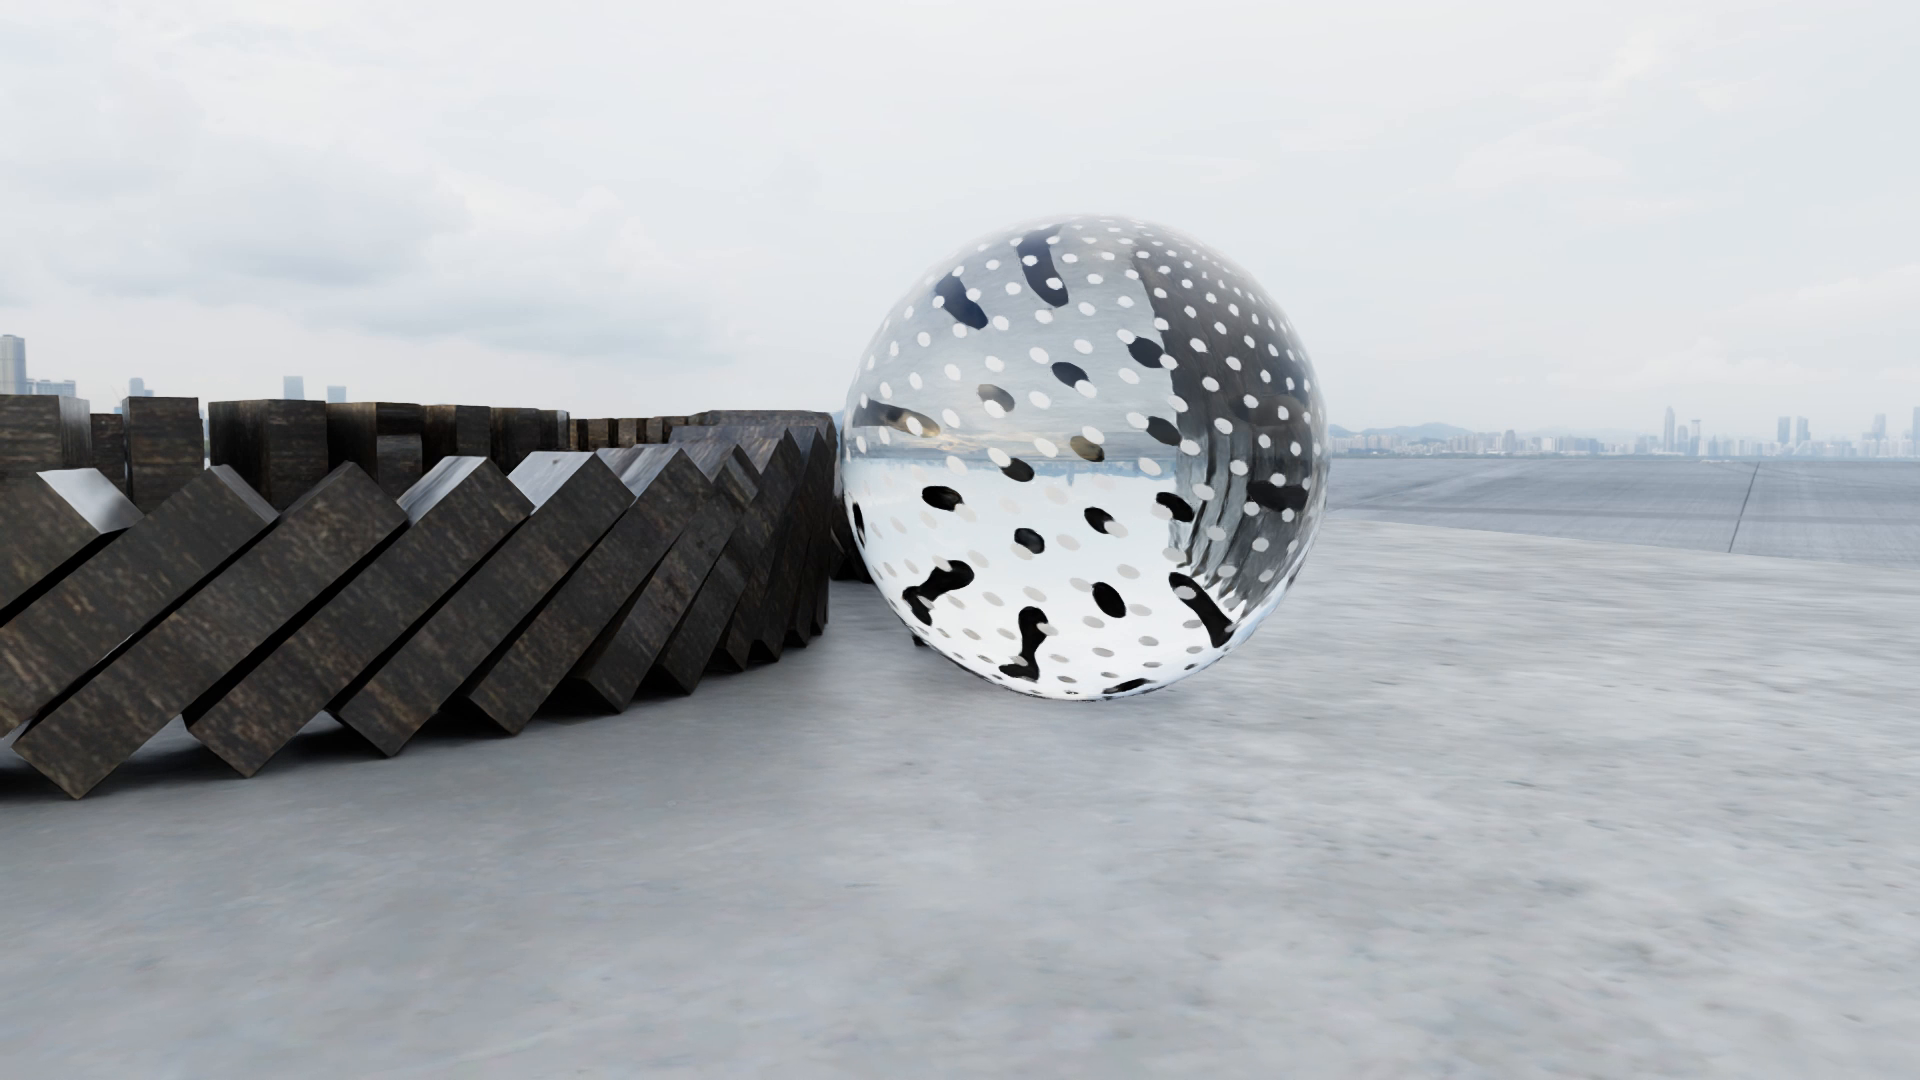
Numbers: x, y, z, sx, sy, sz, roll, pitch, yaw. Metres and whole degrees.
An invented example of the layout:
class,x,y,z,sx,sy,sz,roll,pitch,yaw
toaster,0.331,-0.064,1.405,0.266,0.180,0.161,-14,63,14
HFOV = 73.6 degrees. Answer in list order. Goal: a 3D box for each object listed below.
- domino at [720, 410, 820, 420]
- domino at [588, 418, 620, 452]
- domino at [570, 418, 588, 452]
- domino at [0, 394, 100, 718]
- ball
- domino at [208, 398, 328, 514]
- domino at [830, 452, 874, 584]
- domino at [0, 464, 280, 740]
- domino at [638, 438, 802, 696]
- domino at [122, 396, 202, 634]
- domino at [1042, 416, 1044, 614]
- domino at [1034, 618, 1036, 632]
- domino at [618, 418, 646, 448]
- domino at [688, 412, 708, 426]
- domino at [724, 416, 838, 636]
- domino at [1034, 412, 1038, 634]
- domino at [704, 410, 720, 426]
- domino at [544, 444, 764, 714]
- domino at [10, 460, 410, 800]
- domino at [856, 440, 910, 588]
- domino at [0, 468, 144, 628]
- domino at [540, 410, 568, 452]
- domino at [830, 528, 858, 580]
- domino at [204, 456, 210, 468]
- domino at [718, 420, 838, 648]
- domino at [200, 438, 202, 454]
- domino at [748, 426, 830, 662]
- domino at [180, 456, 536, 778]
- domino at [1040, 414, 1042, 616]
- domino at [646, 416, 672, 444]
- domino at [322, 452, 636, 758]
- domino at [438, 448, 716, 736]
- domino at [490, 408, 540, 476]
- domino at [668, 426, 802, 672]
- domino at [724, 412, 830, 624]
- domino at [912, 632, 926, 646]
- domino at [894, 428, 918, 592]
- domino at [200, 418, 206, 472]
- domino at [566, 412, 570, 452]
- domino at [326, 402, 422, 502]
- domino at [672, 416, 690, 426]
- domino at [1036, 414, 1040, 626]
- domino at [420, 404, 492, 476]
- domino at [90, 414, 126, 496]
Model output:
class,x,y,z,sx,sy,sz,roll,pitch,yaw
domino,-0.047,-0.007,0.319,0.025,0.050,0.009,-1,-12,-9
domino,-0.100,-0.012,0.392,0.009,0.050,0.025,3,5,37
domino,-0.113,-0.012,0.400,0.010,0.050,0.025,2,5,28
domino,-0.148,0.002,0.209,0.010,0.050,0.025,-2,5,-25
ball,0.020,-0.013,0.213,0.080,0.080,0.080,0,4,0
domino,-0.122,0.000,0.228,0.025,0.050,0.009,4,6,39
domino,-0.029,-0.008,0.408,0.025,0.010,0.050,-3,46,-35
domino,-0.111,0.011,0.162,0.050,0.010,0.025,-44,20,-16
domino,-0.050,0.003,0.233,0.025,0.050,0.010,2,-37,27
domino,-0.134,0.001,0.217,0.010,0.050,0.025,-3,5,-35
domino,0.009,-0.007,0.324,0.025,0.050,0.009,0,-19,3
domino,0.004,-0.004,0.283,0.025,0.050,0.010,0,-19,3
domino,-0.087,-0.011,0.381,0.009,0.050,0.025,4,6,44
domino,-0.058,-0.009,0.344,0.025,0.050,0.010,-2,0,-28
domino,-0.043,-0.004,0.292,0.025,0.050,0.009,0,-22,4
domino,0.005,-0.004,0.293,0.025,0.050,0.010,0,-19,3
domino,-0.052,-0.008,0.332,0.025,0.050,0.010,-2,-6,-21
domino,-0.056,0.005,0.219,0.025,0.050,0.010,3,-39,32
domino,-0.098,0.010,0.170,0.050,0.010,0.025,-46,23,-18
domino,-0.015,-0.009,0.395,0.025,0.050,0.010,-1,-37,-21
domino,-0.125,0.011,0.154,0.050,0.010,0.025,-42,17,-13
domino,-0.102,-0.004,0.288,0.025,0.050,0.010,0,4,-5
domino,-0.041,-0.008,0.420,0.025,0.009,0.050,-4,44,-41
domino,-0.253,-0.011,0.456,0.050,0.009,0.025,39,-7,-15
domino,-0.043,-0.002,0.277,0.025,0.050,0.009,1,-27,9
domino,-0.208,-0.008,0.339,0.010,0.050,0.025,-4,6,-42
domino,-0.045,0.000,0.262,0.025,0.050,0.010,1,-31,15
domino,-0.085,0.009,0.181,0.050,0.009,0.025,-49,28,-21
domino,0.007,-0.006,0.313,0.025,0.050,0.010,0,-19,3
domino,-0.076,-0.010,0.369,0.025,0.050,0.010,-4,6,-40
domino,-0.073,0.008,0.191,0.025,0.010,0.050,5,50,51
domino,-0.063,0.006,0.204,0.025,0.010,0.050,4,51,44
domino,-0.103,-0.003,0.272,0.025,0.050,0.010,1,4,10
domino,-0.050,0.001,0.251,0.025,0.050,0.010,1,-31,15
domino,-0.044,-0.005,0.305,0.025,0.050,0.010,0,-17,-2
domino,0.003,-0.003,0.272,0.025,0.050,0.010,0,-18,3
domino,-0.004,-0.010,0.382,0.025,0.050,0.010,-1,-28,-13
domino,-0.238,-0.012,0.393,0.010,0.050,0.025,-3,5,-37
domino,-0.105,-0.005,0.304,0.025,0.050,0.009,-2,5,-19
domino,-0.113,-0.001,0.242,0.025,0.050,0.009,2,5,28
domino,-0.066,-0.009,0.356,0.025,0.050,0.009,-3,5,-35
domino,0.006,-0.005,0.303,0.025,0.050,0.010,0,-19,3
domino,-0.107,-0.002,0.256,0.025,0.050,0.009,2,5,19
domino,-0.220,-0.007,0.328,0.010,0.050,0.025,-4,6,-44
